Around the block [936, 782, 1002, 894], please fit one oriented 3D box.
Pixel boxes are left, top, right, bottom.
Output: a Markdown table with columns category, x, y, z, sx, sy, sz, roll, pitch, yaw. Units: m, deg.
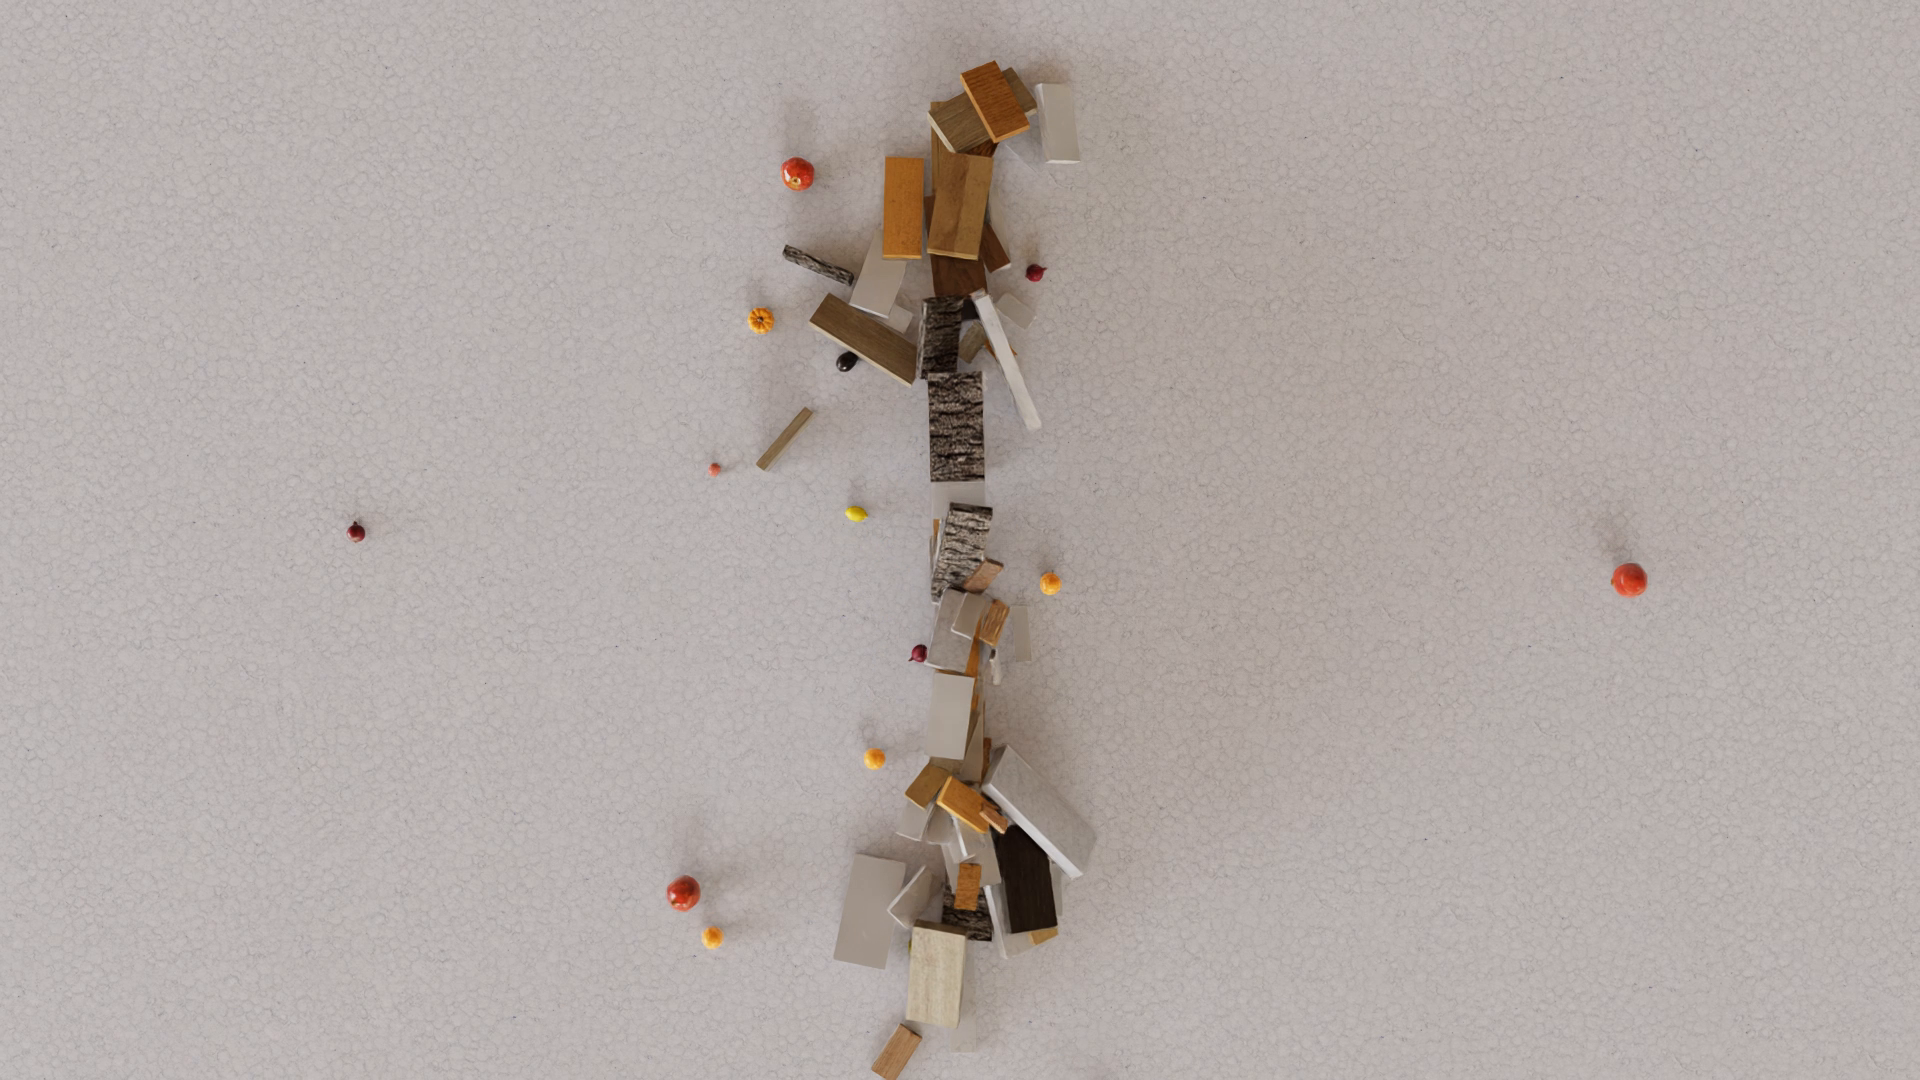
| category | x | y | z | sx | sy | sz | roll | pitch | yaw |
| --- | --- | --- | --- | --- | --- | --- | --- | --- | --- |
| block | 0.019 | 0.955 | 5.289 | 0.162 | 0.046 | 0.323 | -13 | 85 | -1 |

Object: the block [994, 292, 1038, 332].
| category | x | y | z | sx | sy | sz | roll | pitch | yaw |
| --- | --- | --- | --- | --- | --- | --- | --- | --- | --- |
| block | 0.185 | -0.762 | 5.491 | 0.131 | 0.018 | 0.065 | 37 | 90 | 0 |

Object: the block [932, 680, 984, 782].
| category | x | y | z | sx | sy | sz | roll | pitch | yaw |
| --- | --- | --- | --- | --- | --- | --- | --- | --- | --- |
| block | -0.008 | 0.613 | 5.317 | 0.163 | 0.046 | 0.327 | 1 | 79 | -1 |

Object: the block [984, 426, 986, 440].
| category | x | y | z | sx | sy | sz | roll | pitch | yaw |
| --- | --- | --- | --- | --- | --- | --- | --- | --- | --- |
| block | -0.004 | -0.290 | 5.336 | 0.164 | 0.328 | 0.046 | 0 | 73 | 0 |

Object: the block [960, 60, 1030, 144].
| category | x | y | z | sx | sy | sz | roll | pitch | yaw |
| --- | --- | --- | --- | --- | --- | --- | --- | --- | --- |
| block | 0.114 | -1.434 | 5.395 | 0.126 | 0.036 | 0.253 | -25 | 80 | -12 |

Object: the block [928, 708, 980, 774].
| category | x | y | z | sx | sy | sz | roll | pitch | yaw |
| --- | --- | --- | --- | --- | --- | --- | --- | --- | --- |
| block | -0.017 | 0.630 | 5.246 | 0.104 | 0.029 | 0.207 | 19 | 80 | 3 |

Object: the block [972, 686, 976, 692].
| category | x | y | z | sx | sy | sz | roll | pitch | yaw |
| --- | --- | --- | --- | --- | --- | --- | --- | --- | --- |
| block | -0.002 | 0.378 | 5.301 | 0.107 | 0.030 | 0.213 | 2 | 72 | 0 |

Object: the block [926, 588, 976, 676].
| category | x | y | z | sx | sy | sz | roll | pitch | yaw |
| --- | --- | --- | --- | --- | --- | --- | --- | --- | --- |
| block | -0.018 | 0.291 | 5.248 | 0.126 | 0.036 | 0.253 | 15 | 73 | -4 |

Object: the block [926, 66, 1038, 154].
| category | x | y | z | sx | sy | sz | roll | pitch | yaw |
| --- | --- | --- | --- | --- | --- | --- | --- | --- | --- |
| block | 0.075 | -1.408 | 5.427 | 0.330 | 0.047 | 0.165 | -32 | 81 | -13 |

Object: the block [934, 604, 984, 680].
| category | x | y | z | sx | sy | sz | roll | pitch | yaw |
| --- | --- | --- | --- | --- | --- | --- | --- | --- | --- |
| block | -0.004 | 0.377 | 5.428 | 0.163 | 0.046 | 0.327 | 1 | 73 | -1 |

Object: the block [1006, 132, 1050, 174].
| category | x | y | z | sx | sy | sz | roll | pitch | yaw |
| --- | --- | --- | --- | --- | --- | --- | --- | --- | --- |
| block | 0.231 | -1.293 | 5.490 | 0.148 | 0.021 | 0.074 | 41 | 90 | 0 |

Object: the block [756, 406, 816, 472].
| category | x | y | z | sx | sy | sz | roll | pitch | yaw |
| --- | --- | --- | --- | --- | --- | --- | --- | --- | --- |
| block | -0.573 | -0.331 | 5.438 | 0.035 | 0.124 | 0.248 | 41 | 90 | 0 |

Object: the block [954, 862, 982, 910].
| category | x | y | z | sx | sy | sz | roll | pitch | yaw |
| --- | --- | --- | --- | --- | --- | --- | --- | --- | --- |
| block | 0.026 | 1.101 | 5.240 | 0.071 | 0.020 | 0.141 | 8 | 84 | 2 |

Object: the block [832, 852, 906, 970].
| category | x | y | z | sx | sy | sz | roll | pitch | yaw |
| --- | --- | --- | --- | --- | --- | --- | --- | --- | --- |
| block | -0.298 | 1.227 | 5.456 | 0.174 | 0.049 | 0.348 | 12 | 84 | 0 |

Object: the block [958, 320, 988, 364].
| category | x | y | z | sx | sy | sz | roll | pitch | yaw |
| --- | --- | --- | --- | --- | --- | --- | --- | --- | --- |
| block | 0.041 | -0.657 | 5.477 | 0.065 | 0.018 | 0.131 | 35 | 101 | 3 |

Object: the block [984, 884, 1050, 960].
| category | x | y | z | sx | sy | sz | roll | pitch | yaw |
| --- | --- | --- | --- | --- | --- | --- | --- | --- | --- |
| block | 0.176 | 1.182 | 5.409 | 0.167 | 0.047 | 0.335 | -15 | 94 | -27 |

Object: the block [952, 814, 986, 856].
| category | x | y | z | sx | sy | sz | roll | pitch | yaw |
| --- | --- | --- | --- | --- | --- | --- | --- | --- | --- |
| block | 0.026 | 0.915 | 5.237 | 0.079 | 0.022 | 0.158 | -13 | 83 | -35 |

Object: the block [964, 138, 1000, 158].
| category | x | y | z | sx | sy | sz | roll | pitch | yaw |
| --- | --- | --- | --- | --- | --- | --- | --- | --- | --- |
| block | 0.079 | -1.344 | 5.452 | 0.117 | 0.033 | 0.234 | 24 | 74 | 0 |

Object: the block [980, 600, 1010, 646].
| category | x | y | z | sx | sy | sz | roll | pitch | yaw |
| --- | --- | --- | --- | --- | --- | --- | --- | --- | --- |
| block | 0.111 | 0.264 | 5.262 | 0.068 | 0.019 | 0.135 | 35 | 69 | -43 |

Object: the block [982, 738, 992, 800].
| category | x | y | z | sx | sy | sz | roll | pitch | yaw |
| --- | --- | --- | --- | --- | --- | --- | --- | --- | --- |
| block | 0.006 | 0.803 | 5.411 | 0.162 | 0.046 | 0.323 | 6 | 66 | 1 |

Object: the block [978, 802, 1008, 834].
| category | x | y | z | sx | sy | sz | roll | pitch | yaw |
| --- | --- | --- | --- | --- | --- | --- | --- | --- | --- |
| block | 0.106 | 0.880 | 5.227 | 0.105 | 0.053 | 0.015 | 42 | 120 | -15 |

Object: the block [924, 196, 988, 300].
| category | x | y | z | sx | sy | sz | roll | pitch | yaw |
| --- | --- | --- | --- | --- | --- | --- | --- | --- | --- |
| block | -0.015 | -0.959 | 5.394 | 0.170 | 0.048 | 0.340 | -7 | 90 | 0 |

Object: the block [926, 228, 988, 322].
| category | x | y | z | sx | sy | sz | roll | pitch | yaw |
| --- | --- | --- | --- | --- | --- | --- | --- | --- | --- |
| block | -0.006 | -0.893 | 5.443 | 0.170 | 0.048 | 0.340 | -8 | 90 | 0 |

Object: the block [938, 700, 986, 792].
| category | x | y | z | sx | sy | sz | roll | pitch | yaw |
| --- | --- | --- | --- | --- | --- | --- | --- | --- | --- |
| block | -0.005 | 0.684 | 5.413 | 0.162 | 0.046 | 0.323 | 3 | 66 | 0 |

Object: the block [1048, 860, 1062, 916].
| category | x | y | z | sx | sy | sz | roll | pitch | yaw |
| --- | --- | --- | --- | --- | --- | --- | --- | --- | --- |
| block | 0.294 | 1.159 | 5.486 | 0.089 | 0.025 | 0.177 | -2 | 91 | 0 |

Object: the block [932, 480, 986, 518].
| category | x | y | z | sx | sy | sz | roll | pitch | yaw |
| --- | --- | --- | --- | --- | --- | --- | --- | --- | --- |
| block | -0.005 | -0.231 | 5.150 | 0.164 | 0.046 | 0.328 | 0 | 90 | 0 |

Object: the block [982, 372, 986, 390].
| category | x | y | z | sx | sy | sz | roll | pitch | yaw |
| --- | --- | --- | --- | --- | --- | --- | --- | --- | --- |
| block | -0.003 | -0.507 | 5.329 | 0.170 | 0.340 | 0.048 | -2 | 94 | 0 |

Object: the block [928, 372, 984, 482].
| category | x | y | z | sx | sy | sz | roll | pitch | yaw |
| --- | --- | --- | --- | --- | --- | --- | --- | --- | --- |
| block | -0.011 | -0.327 | 4.788 | 0.157 | 0.044 | 0.314 | -1 | 91 | 0 |

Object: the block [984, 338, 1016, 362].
| category | x | y | z | sx | sy | sz | roll | pitch | yaw |
| --- | --- | --- | --- | --- | --- | --- | --- | --- | --- |
| block | 0.123 | -0.648 | 5.491 | 0.065 | 0.018 | 0.131 | -39 | 90 | 0 |

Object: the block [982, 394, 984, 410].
| category | x | y | z | sx | sy | sz | roll | pitch | yaw |
| --- | --- | --- | --- | --- | --- | --- | --- | --- | --- |
| block | -0.008 | -0.416 | 5.062 | 0.157 | 0.505 | 0.044 | 0 | 92 | 0 |

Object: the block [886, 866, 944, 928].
| category | x | y | z | sx | sy | sz | roll | pitch | yaw |
| --- | --- | --- | --- | --- | --- | --- | --- | --- | --- |
| block | -0.146 | 1.179 | 5.447 | 0.095 | 0.027 | 0.189 | 46 | 73 | -17 |

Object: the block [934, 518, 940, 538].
| category | x | y | z | sx | sy | sz | roll | pitch | yaw |
| --- | --- | --- | --- | --- | --- | --- | --- | --- | --- |
| block | -0.004 | -0.077 | 5.337 | 0.164 | 0.328 | 0.046 | 0 | 72 | 0 |

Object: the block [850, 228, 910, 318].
| category | x | y | z | sx | sy | sz | roll | pitch | yaw |
| --- | --- | --- | --- | --- | --- | --- | --- | --- | --- |
| block | -0.257 | -0.883 | 5.467 | 0.134 | 0.038 | 0.268 | 19 | 84 | 0 |
